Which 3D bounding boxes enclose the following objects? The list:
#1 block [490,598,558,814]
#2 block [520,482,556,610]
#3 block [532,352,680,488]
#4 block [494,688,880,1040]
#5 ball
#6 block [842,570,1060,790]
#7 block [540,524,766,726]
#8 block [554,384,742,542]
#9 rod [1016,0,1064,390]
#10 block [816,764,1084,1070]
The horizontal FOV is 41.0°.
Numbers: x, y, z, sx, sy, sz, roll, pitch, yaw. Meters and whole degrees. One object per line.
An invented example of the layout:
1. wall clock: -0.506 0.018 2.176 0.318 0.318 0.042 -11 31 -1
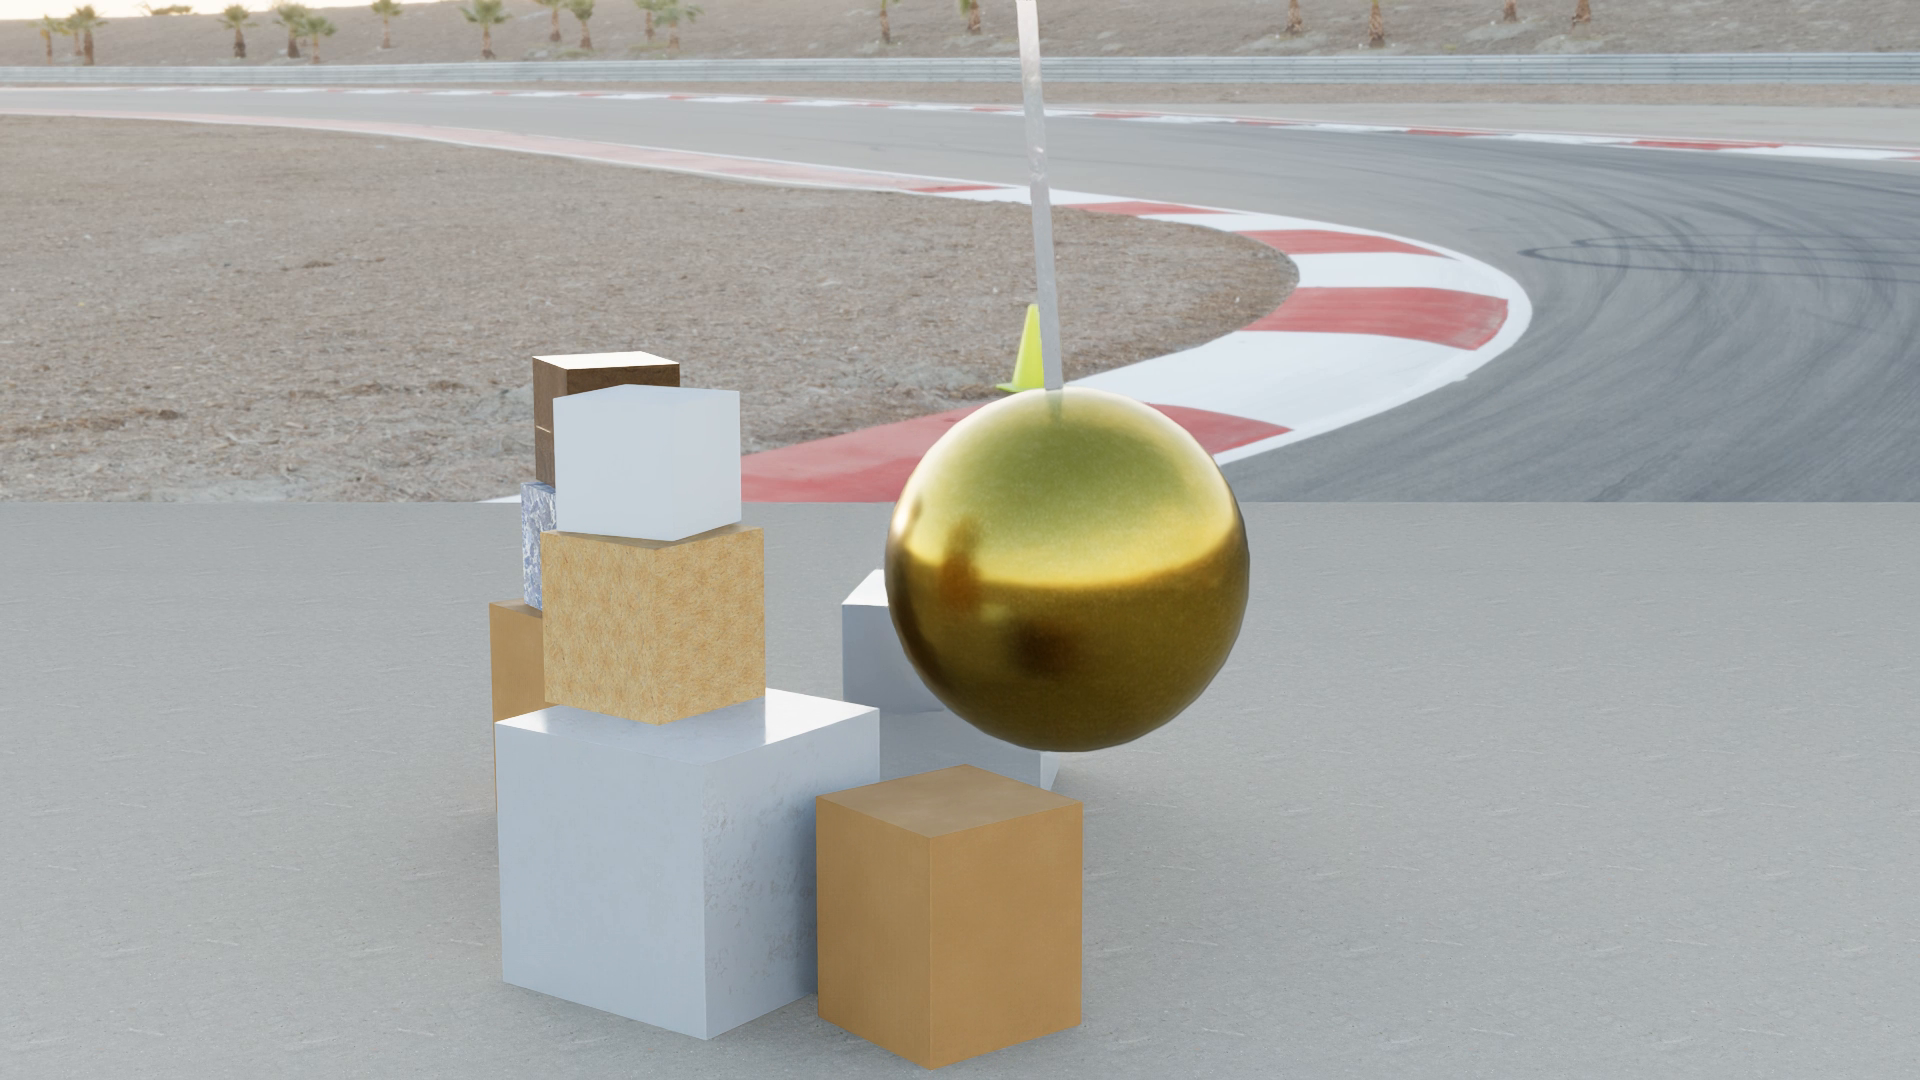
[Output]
1. block: -1.589 0.819 12.178 0.887 1.031 0.947 -8 13 -39
2. block: -1.633 0.037 11.993 0.615 0.574 0.657 -6 12 -30
3. block: -1.652 -0.551 11.997 0.536 0.582 0.564 -5 11 -25
4. block: -1.054 1.196 10.068 1.060 1.045 1.048 7 13 35
5. ball: 0.466 0.129 11.204 1.600 1.600 1.600 0 10 0
6. block: -0.027 0.734 12.717 0.960 1.005 0.884 1 10 8
7. block: -1.214 0.296 10.185 0.626 0.683 0.611 8 13 37
8. block: -1.235 -0.316 10.178 0.536 0.524 0.520 5 11 25
9. rod: 0.202 -3.207 10.597 0.080 5.200 0.080 -4 10 1
10. block: -0.041 1.381 9.562 0.719 0.861 0.683 -8 13 -38
